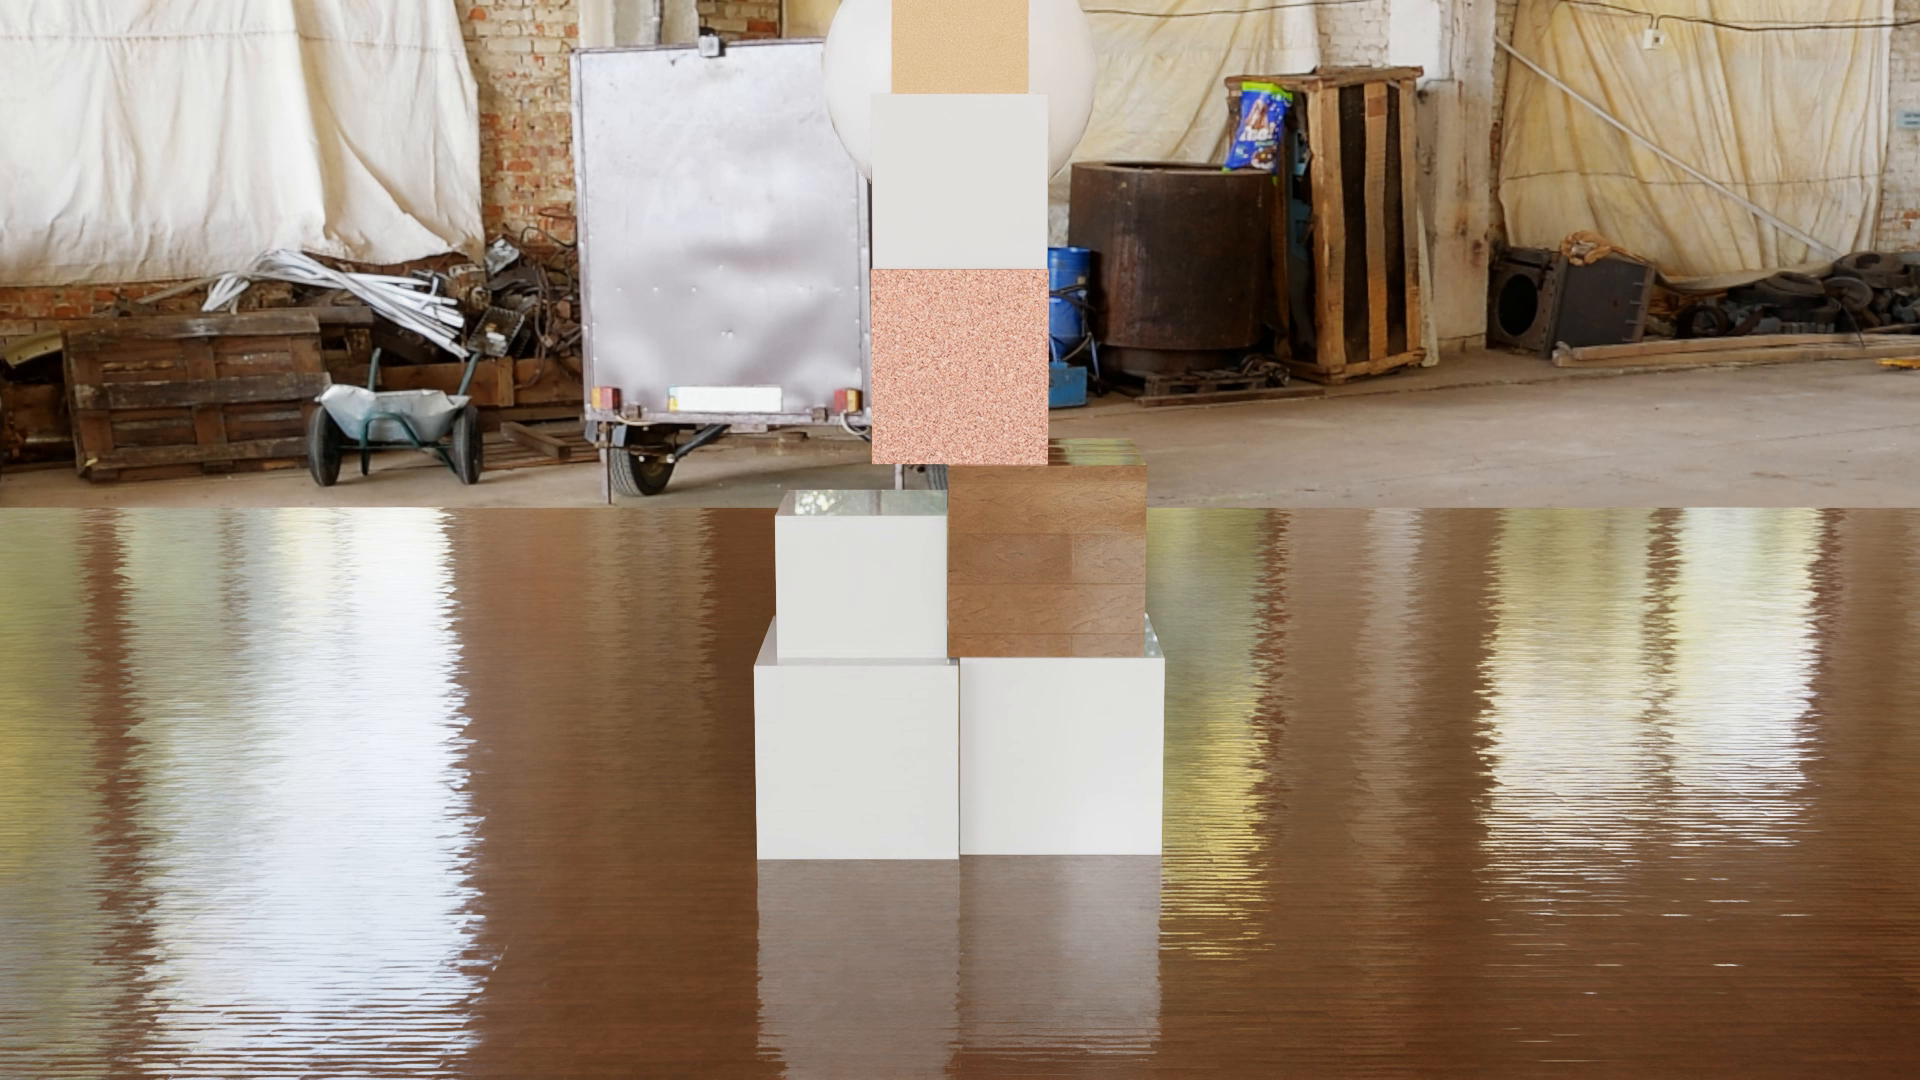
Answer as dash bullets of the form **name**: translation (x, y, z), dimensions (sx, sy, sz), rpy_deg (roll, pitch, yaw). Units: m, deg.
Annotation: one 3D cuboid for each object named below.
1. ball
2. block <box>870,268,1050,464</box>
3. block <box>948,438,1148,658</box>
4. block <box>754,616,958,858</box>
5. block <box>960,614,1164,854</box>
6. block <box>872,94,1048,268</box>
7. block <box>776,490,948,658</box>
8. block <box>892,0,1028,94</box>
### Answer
- **ball**: translation (0.000, -2.704, 12.797), dimensions (1.600, 1.600, 1.600), rpy_deg (0, 10, 0)
- **block**: translation (0.000, -0.909, 11.026), dimensions (0.853, 0.939, 0.879), rpy_deg (0, 10, 0)
- **block**: translation (0.424, 0.020, 11.199), dimensions (0.960, 0.950, 0.994), rpy_deg (0, 10, 0)
- **block**: translation (-0.506, 0.993, 11.359), dimensions (0.994, 0.981, 1.145), rpy_deg (0, 10, 0)
- **block**: translation (0.502, 0.980, 11.376), dimensions (1.002, 1.002, 1.040), rpy_deg (0, 10, 0)
- **block**: translation (0.000, -1.774, 10.859), dimensions (0.838, 0.824, 0.737), rpy_deg (0, 10, 0)
- **block**: translation (-0.485, 0.159, 11.217), dimensions (0.838, 0.711, 0.820), rpy_deg (0, 10, 0)
- **block**: translation (0.000, -2.511, 10.712), dimensions (0.651, 0.679, 0.629), rpy_deg (0, 10, 0)
